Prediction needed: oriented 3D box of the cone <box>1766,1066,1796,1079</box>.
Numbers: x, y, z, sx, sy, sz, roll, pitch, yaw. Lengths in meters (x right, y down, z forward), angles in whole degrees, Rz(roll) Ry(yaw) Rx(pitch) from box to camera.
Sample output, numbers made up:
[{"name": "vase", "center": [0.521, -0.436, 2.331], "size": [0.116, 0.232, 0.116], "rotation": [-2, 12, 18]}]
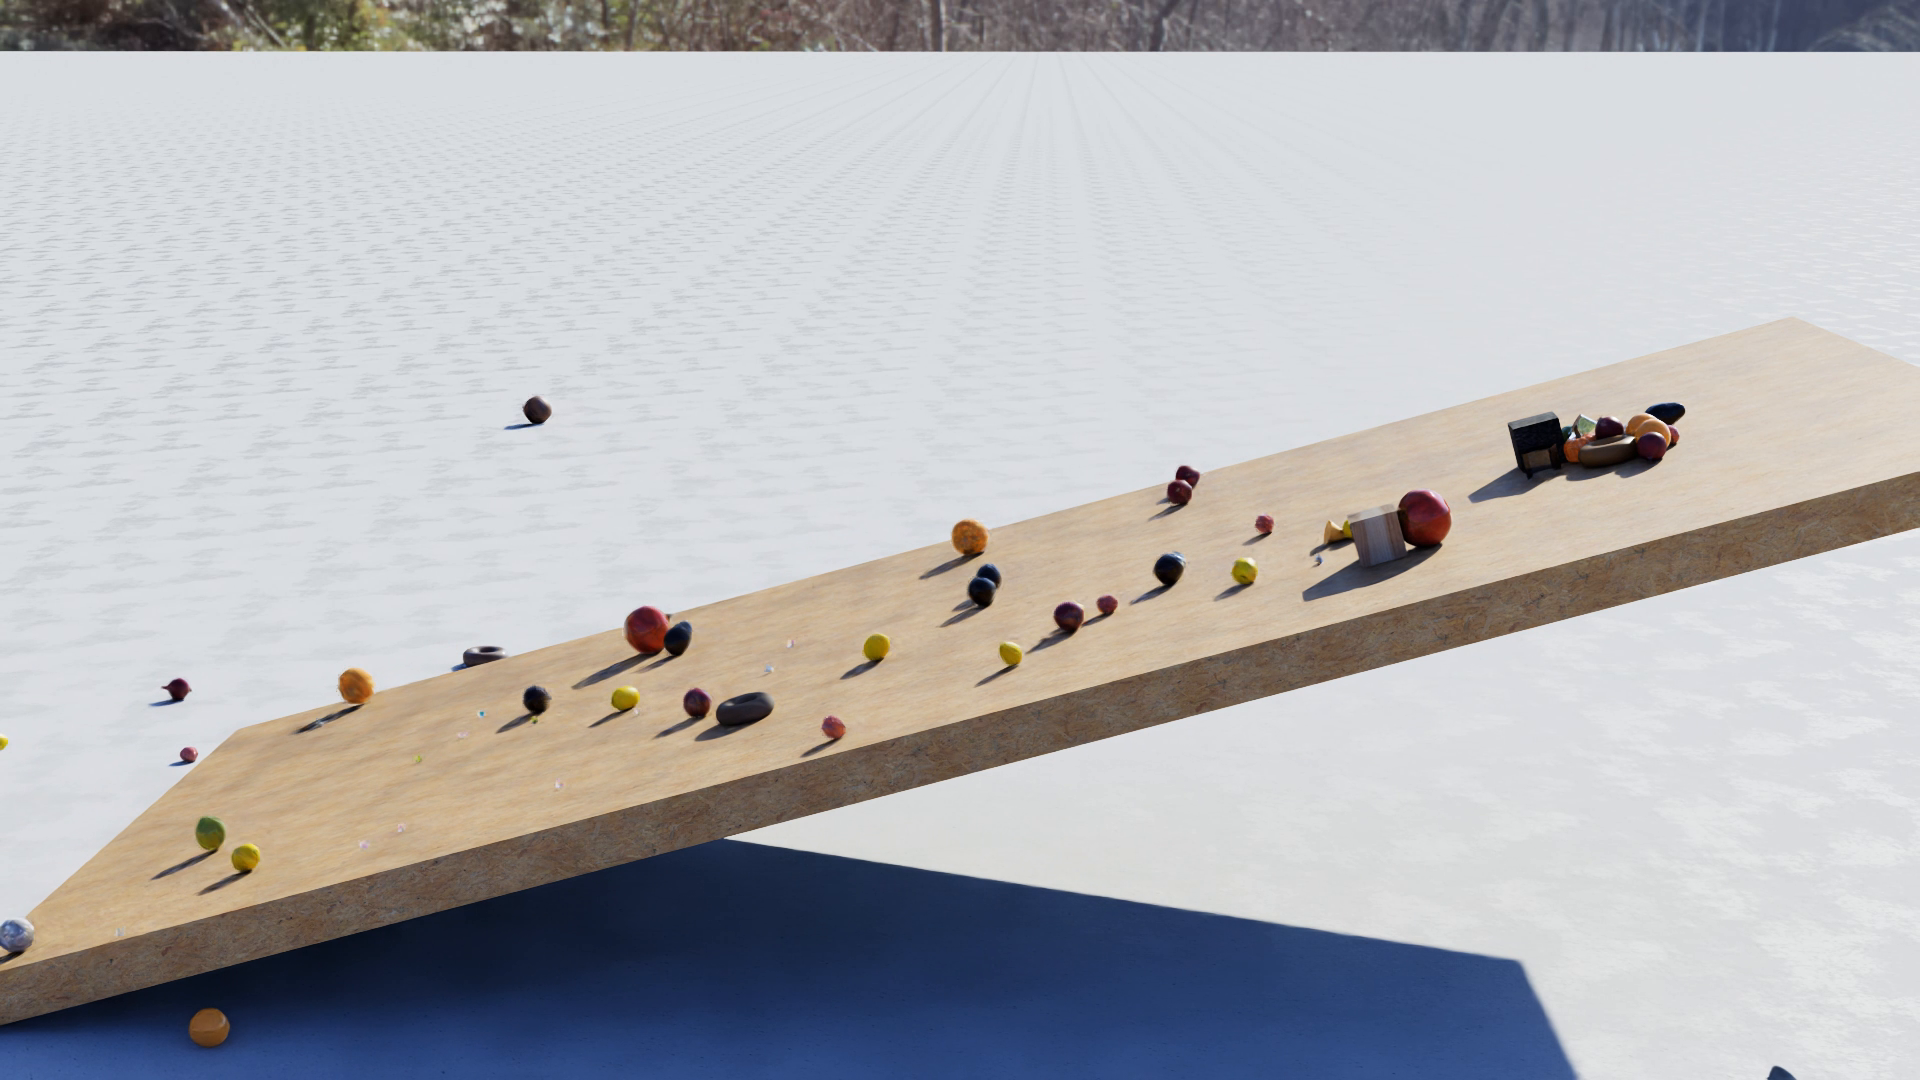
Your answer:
[{"name": "cone", "center": [1.402, 0.977, 5.091], "size": [0.095, 0.095, 0.095], "rotation": [-31, 20, -16]}]

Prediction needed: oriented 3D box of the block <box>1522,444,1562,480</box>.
[{"name": "block", "center": [1.203, -0.162, 6.079], "size": [0.056, 0.056, 0.056], "rotation": [-10, 11, 30]}]

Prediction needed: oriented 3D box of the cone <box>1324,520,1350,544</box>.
[{"name": "cone", "center": [0.774, -0.011, 6.000], "size": [0.050, 0.050, 0.050], "rotation": [10, 9, -8]}]

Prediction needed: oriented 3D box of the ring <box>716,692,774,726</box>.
[{"name": "ring", "center": [-0.429, 0.337, 5.873], "size": [0.121, 0.040, 0.121], "rotation": [-14, 10, 3]}]

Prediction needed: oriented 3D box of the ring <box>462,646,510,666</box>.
[{"name": "ring", "center": [-1.392, 0.344, 8.635], "size": [0.137, 0.046, 0.137], "rotation": [1, 11, 0]}]

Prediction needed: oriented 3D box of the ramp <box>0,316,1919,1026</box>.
[{"name": "ramp", "center": [0.082, 0.190, 6.328], "size": [4.000, 0.100, 2.000], "rotation": [-15, 9, 4]}]

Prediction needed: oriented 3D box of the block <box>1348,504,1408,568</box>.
[{"name": "block", "center": [0.810, -0.009, 5.713], "size": [0.091, 0.091, 0.091], "rotation": [-15, 9, 6]}]

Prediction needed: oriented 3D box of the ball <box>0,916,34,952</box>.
[{"name": "ball", "center": [-1.795, 0.751, 5.593], "size": [0.067, 0.067, 0.067], "rotation": [0, 10, 0]}]

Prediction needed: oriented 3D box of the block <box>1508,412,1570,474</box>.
[{"name": "block", "center": [1.217, -0.206, 6.191], "size": [0.097, 0.097, 0.097], "rotation": [-15, 9, 6]}]

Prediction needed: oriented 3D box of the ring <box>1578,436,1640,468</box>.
[{"name": "ring", "center": [1.332, -0.182, 6.032], "size": [0.130, 0.043, 0.130], "rotation": [-15, 8, 2]}]

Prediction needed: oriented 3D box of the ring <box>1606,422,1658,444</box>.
[{"name": "ring", "center": [1.405, -0.221, 6.157], "size": [0.112, 0.037, 0.112], "rotation": [-14, 8, 2]}]
